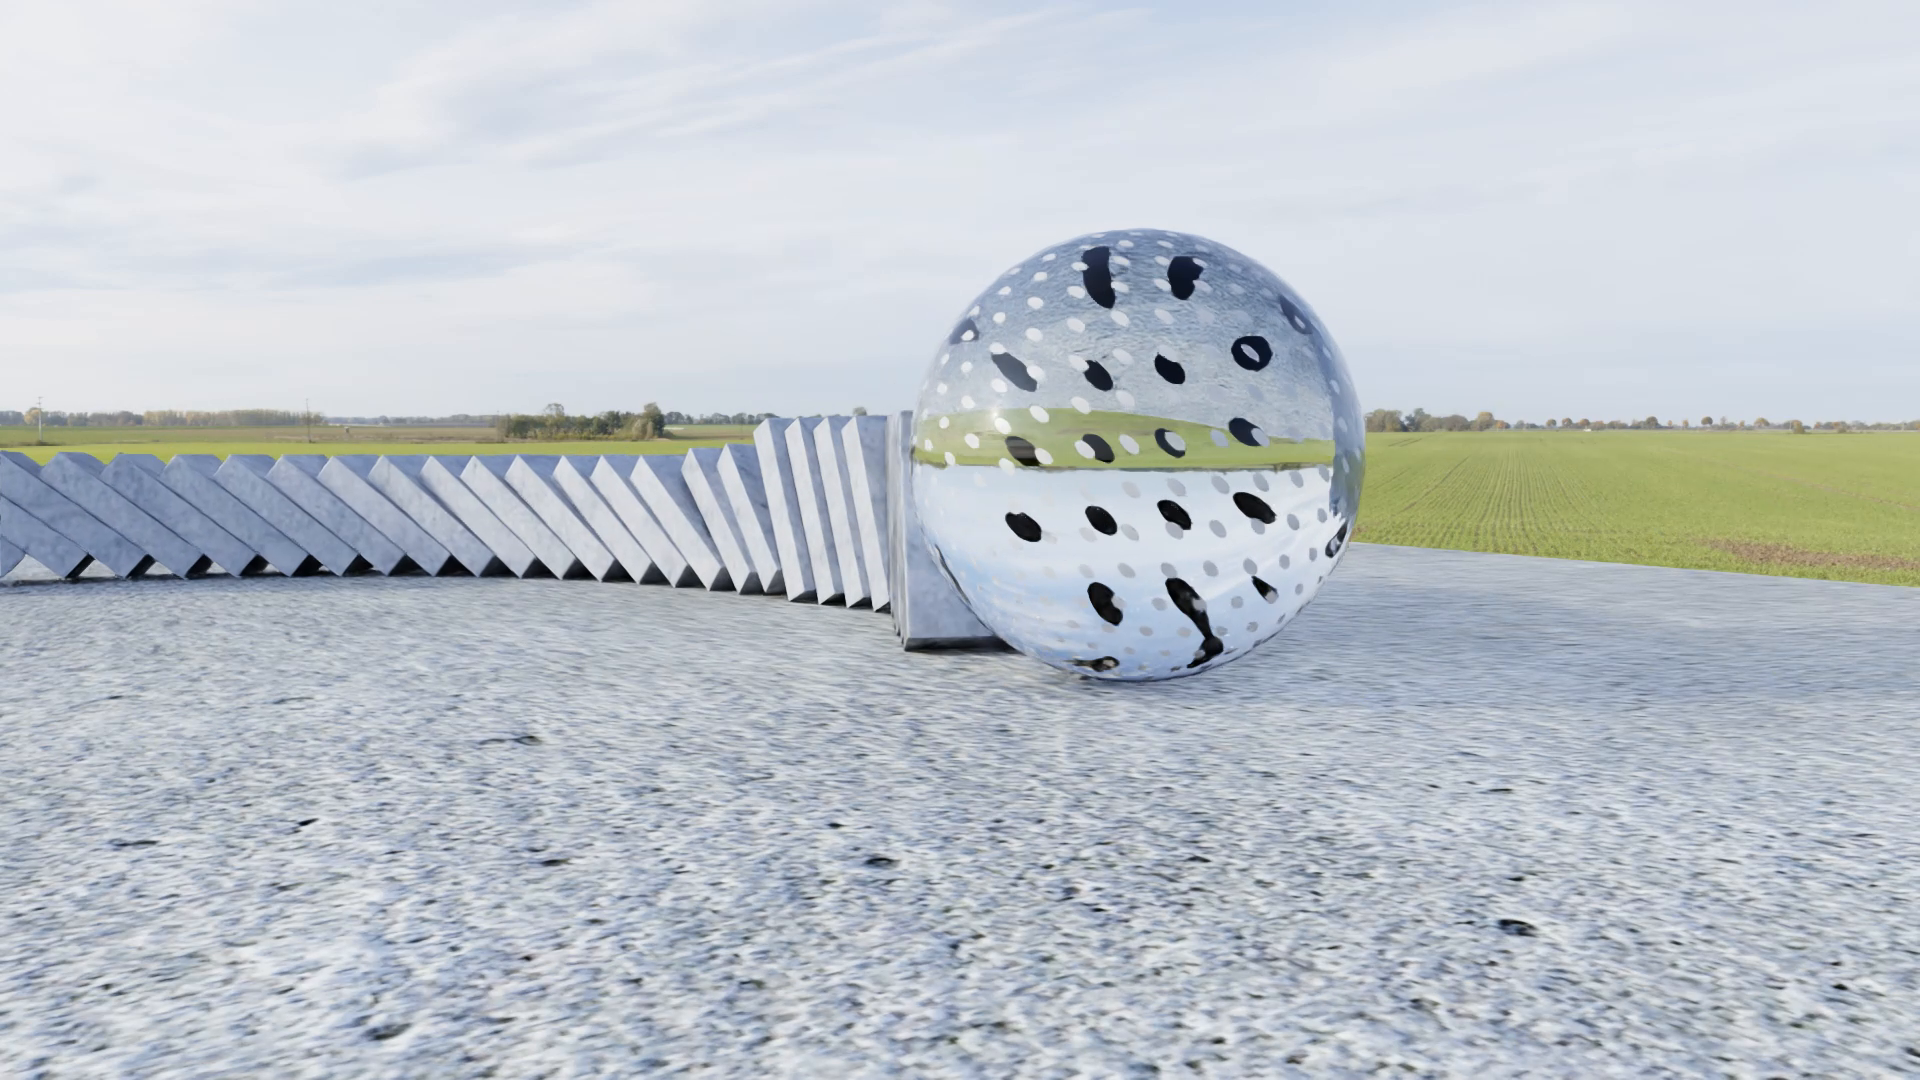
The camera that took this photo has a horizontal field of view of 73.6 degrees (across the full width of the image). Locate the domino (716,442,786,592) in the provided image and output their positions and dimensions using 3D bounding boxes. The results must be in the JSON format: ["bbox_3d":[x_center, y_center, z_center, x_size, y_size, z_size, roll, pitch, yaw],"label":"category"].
[{"bbox_3d":[-0.051,-0.007,0.372,0.025,0.010,0.050,1,46,-35],"label":"domino"}]

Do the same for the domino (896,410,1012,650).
[{"bbox_3d":[0.000,-0.003,0.271,0.025,0.050,0.010,-1,-20,-8],"label":"domino"}]

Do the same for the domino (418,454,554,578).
[{"bbox_3d":[-0.151,-0.008,0.420,0.050,0.009,0.025,41,15,11],"label":"domino"}]

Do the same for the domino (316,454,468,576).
[{"bbox_3d":[-0.183,-0.009,0.423,0.050,0.009,0.025,39,7,2],"label":"domino"}]

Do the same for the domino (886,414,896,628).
[{"bbox_3d":[-0.004,-0.005,0.301,0.025,0.050,0.009,-1,-20,-8],"label":"domino"}]

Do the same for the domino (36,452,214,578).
[{"bbox_3d":[-0.262,-0.008,0.408,0.050,0.009,0.025,40,-8,-14],"label":"domino"}]

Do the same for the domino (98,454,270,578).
[{"bbox_3d":[-0.247,-0.008,0.413,0.050,0.010,0.025,40,-5,-11],"label":"domino"}]

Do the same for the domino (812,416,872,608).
[{"bbox_3d":[-0.022,-0.008,0.342,0.025,0.050,0.009,-3,-18,-33],"label":"domino"}]

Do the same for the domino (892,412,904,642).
[{"bbox_3d":[-0.001,-0.003,0.281,0.025,0.050,0.009,-1,-20,-8],"label":"domino"}]

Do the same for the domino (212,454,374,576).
[{"bbox_3d":[-0.215,-0.009,0.421,0.050,0.009,0.025,39,1,-5],"label":"domino"}]

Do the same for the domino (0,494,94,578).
[{"bbox_3d":[-0.291,-0.008,0.392,0.050,0.010,0.025,42,-18,-20],"label":"domino"}]

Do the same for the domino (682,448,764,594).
[{"bbox_3d":[-0.062,-0.007,0.380,0.025,0.009,0.050,-3,49,-38],"label":"domino"}]

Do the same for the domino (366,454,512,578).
[{"bbox_3d":[-0.167,-0.009,0.422,0.050,0.009,0.025,40,11,6],"label":"domino"}]

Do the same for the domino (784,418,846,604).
[{"bbox_3d":[-0.030,-0.008,0.350,0.025,0.050,0.010,-3,-18,-34],"label":"domino"}]

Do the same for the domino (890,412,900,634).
[{"bbox_3d":[-0.002,-0.004,0.291,0.025,0.050,0.009,0,-20,-7],"label":"domino"}]

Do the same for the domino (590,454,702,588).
[{"bbox_3d":[-0.090,-0.007,0.398,0.050,0.009,0.025,47,29,25],"label":"domino"}]

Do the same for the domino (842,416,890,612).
[{"bbox_3d":[-0.014,-0.007,0.335,0.025,0.050,0.010,-2,-18,-30],"label":"domino"}]

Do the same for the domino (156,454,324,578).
[{"bbox_3d":[-0.231,-0.008,0.418,0.050,0.009,0.025,39,-1,-8],"label":"domino"}]

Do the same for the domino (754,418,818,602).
[{"bbox_3d":[-0.039,-0.009,0.356,0.025,0.050,0.009,-3,-18,-36],"label":"domino"}]

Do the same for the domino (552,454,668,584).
[{"bbox_3d":[-0.104,-0.007,0.406,0.050,0.009,0.025,46,26,22],"label":"domino"}]

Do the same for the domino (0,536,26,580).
[{"bbox_3d":[-0.304,-0.008,0.379,0.050,0.010,0.025,45,-27,-26],"label":"domino"}]

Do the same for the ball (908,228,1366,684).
[{"bbox_3d":[0.031,-0.015,0.229,0.080,0.080,0.080,0,4,0],"label":"ball"}]

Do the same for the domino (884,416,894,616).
[{"bbox_3d":[-0.005,-0.006,0.322,0.025,0.050,0.010,-1,-20,-8],"label":"domino"}]

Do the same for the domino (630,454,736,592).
[{"bbox_3d":[-0.077,-0.006,0.390,0.025,0.009,0.050,-5,46,-48],"label":"domino"}]

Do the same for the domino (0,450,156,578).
[{"bbox_3d":[-0.277,-0.008,0.401,0.050,0.010,0.025,41,-12,-17],"label":"domino"}]

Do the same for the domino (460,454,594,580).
[{"bbox_3d":[-0.135,-0.008,0.416,0.050,0.009,0.025,42,17,13],"label":"domino"}]

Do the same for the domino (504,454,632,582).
[{"bbox_3d":[-0.120,-0.008,0.412,0.050,0.009,0.025,44,21,17],"label":"domino"}]

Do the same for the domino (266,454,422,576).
[{"bbox_3d":[-0.199,-0.009,0.423,0.050,0.010,0.025,39,5,-1],"label":"domino"}]
